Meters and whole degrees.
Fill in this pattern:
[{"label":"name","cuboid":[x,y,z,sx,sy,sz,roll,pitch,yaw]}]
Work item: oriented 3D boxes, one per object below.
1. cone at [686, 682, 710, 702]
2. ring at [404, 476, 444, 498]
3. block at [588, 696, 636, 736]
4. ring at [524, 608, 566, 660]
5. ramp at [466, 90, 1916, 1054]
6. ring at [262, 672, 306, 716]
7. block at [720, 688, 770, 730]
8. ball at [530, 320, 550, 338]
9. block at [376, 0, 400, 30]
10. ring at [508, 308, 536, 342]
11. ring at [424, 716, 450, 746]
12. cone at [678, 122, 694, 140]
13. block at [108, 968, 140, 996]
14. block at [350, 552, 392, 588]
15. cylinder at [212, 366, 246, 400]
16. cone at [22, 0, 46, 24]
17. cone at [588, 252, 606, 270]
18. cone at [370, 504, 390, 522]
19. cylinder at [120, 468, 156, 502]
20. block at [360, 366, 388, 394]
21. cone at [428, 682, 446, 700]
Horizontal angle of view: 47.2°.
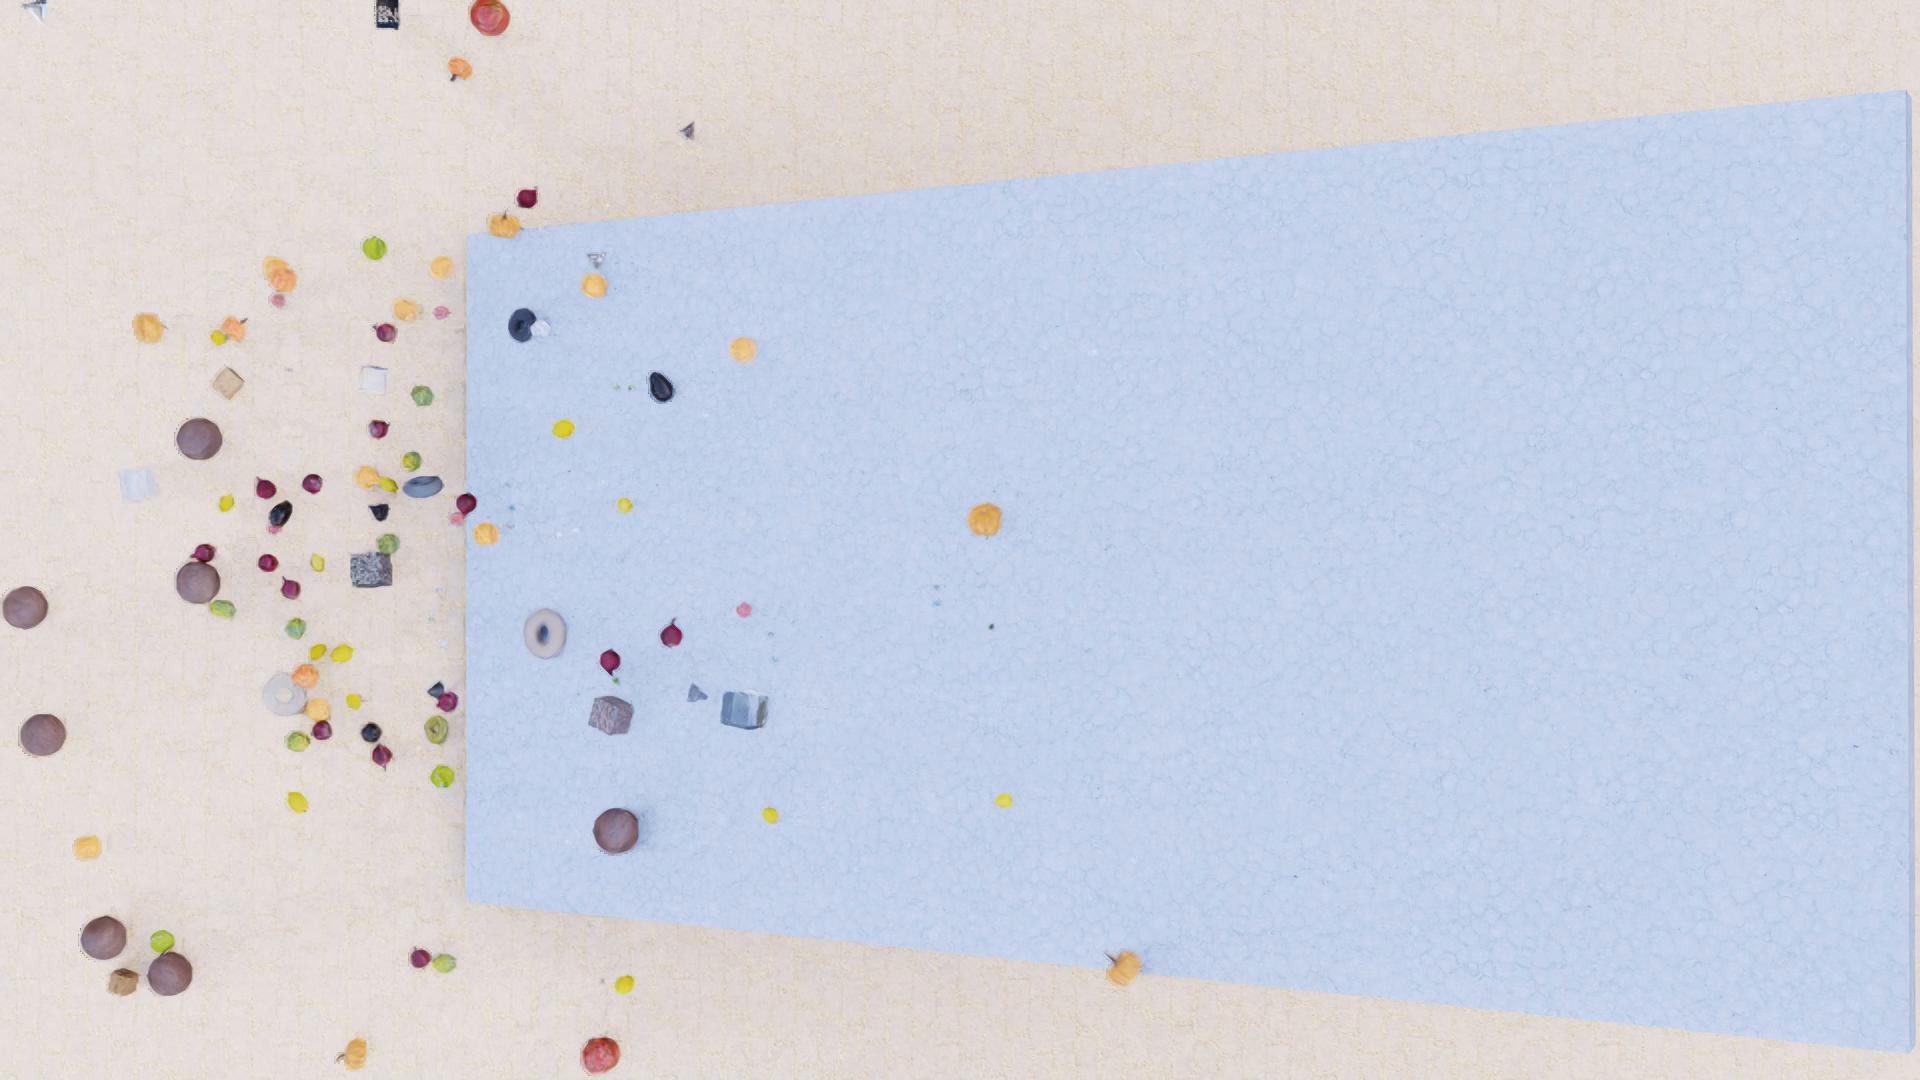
[{"label":"cone","cuboid":[-0.723,0.433,6.128,0.059,0.059,0.059,15,89,3]},{"label":"ring","cuboid":[-1.606,-0.159,6.582,0.120,0.120,0.040,-4,111,0]},{"label":"block","cuboid":[-0.991,0.500,6.252,0.083,0.083,0.083,21,100,29]},{"label":"ring","cuboid":[-1.209,0.274,6.403,0.148,0.049,0.148,0,91,30]},{"label":"ramp","cuboid":[0.268,0.074,5.620,4.000,0.100,2.000,0,89,31]},{"label":"ring","cuboid":[-2.043,0.468,6.653,0.134,0.045,0.134,0,91,-1]},{"label":"block","cuboid":[-0.587,0.462,6.009,0.092,0.092,0.092,9,94,30]},{"label":"ball","cuboid":[-1.224,-0.614,6.417,0.054,0.054,0.054,0,89,0]},{"label":"block","cuboid":[-1.726,-1.589,6.639,0.064,0.064,0.064,1,133,-10]},{"label":"ring","cuboid":[-1.285,-0.633,6.465,0.101,0.034,0.101,-1,87,31]},{"label":"ring","cuboid":[-1.578,0.573,6.634,0.091,0.030,0.091,0,90,33]},{"label":"cone","cuboid":[-0.817,-1.249,6.664,0.052,0.052,0.052,33,77,0]},{"label":"block","cuboid":[-2.521,1.333,6.629,0.058,0.058,0.058,18,97,15]},{"label":"block","cuboid":[-1.773,0.091,6.624,0.094,0.094,0.094,-6,83,4]},{"label":"cylinder","cuboid":[-2.212,-0.474,6.647,0.071,0.071,0.071,43,87,0]},{"label":"cone","cuboid":[-2.794,-1.597,6.673,0.078,0.078,0.078,-17,112,0]},{"label":"cone","cuboid":[-1.036,-0.813,6.326,0.052,0.052,0.052,-35,90,-3]},{"label":"cone","cuboid":[-1.768,-0.092,6.655,0.057,0.057,0.057,19,89,27]},{"label":"cylinder","cuboid":[-2.478,-0.165,6.633,0.091,0.091,0.091,-8,91,0]},{"label":"block","cuboid":[-1.768,-0.483,6.627,0.071,0.071,0.071,5,83,-21]},{"label":"cone","cuboid":[-1.590,0.457,6.630,0.053,0.053,0.053,0,89,33]}]
